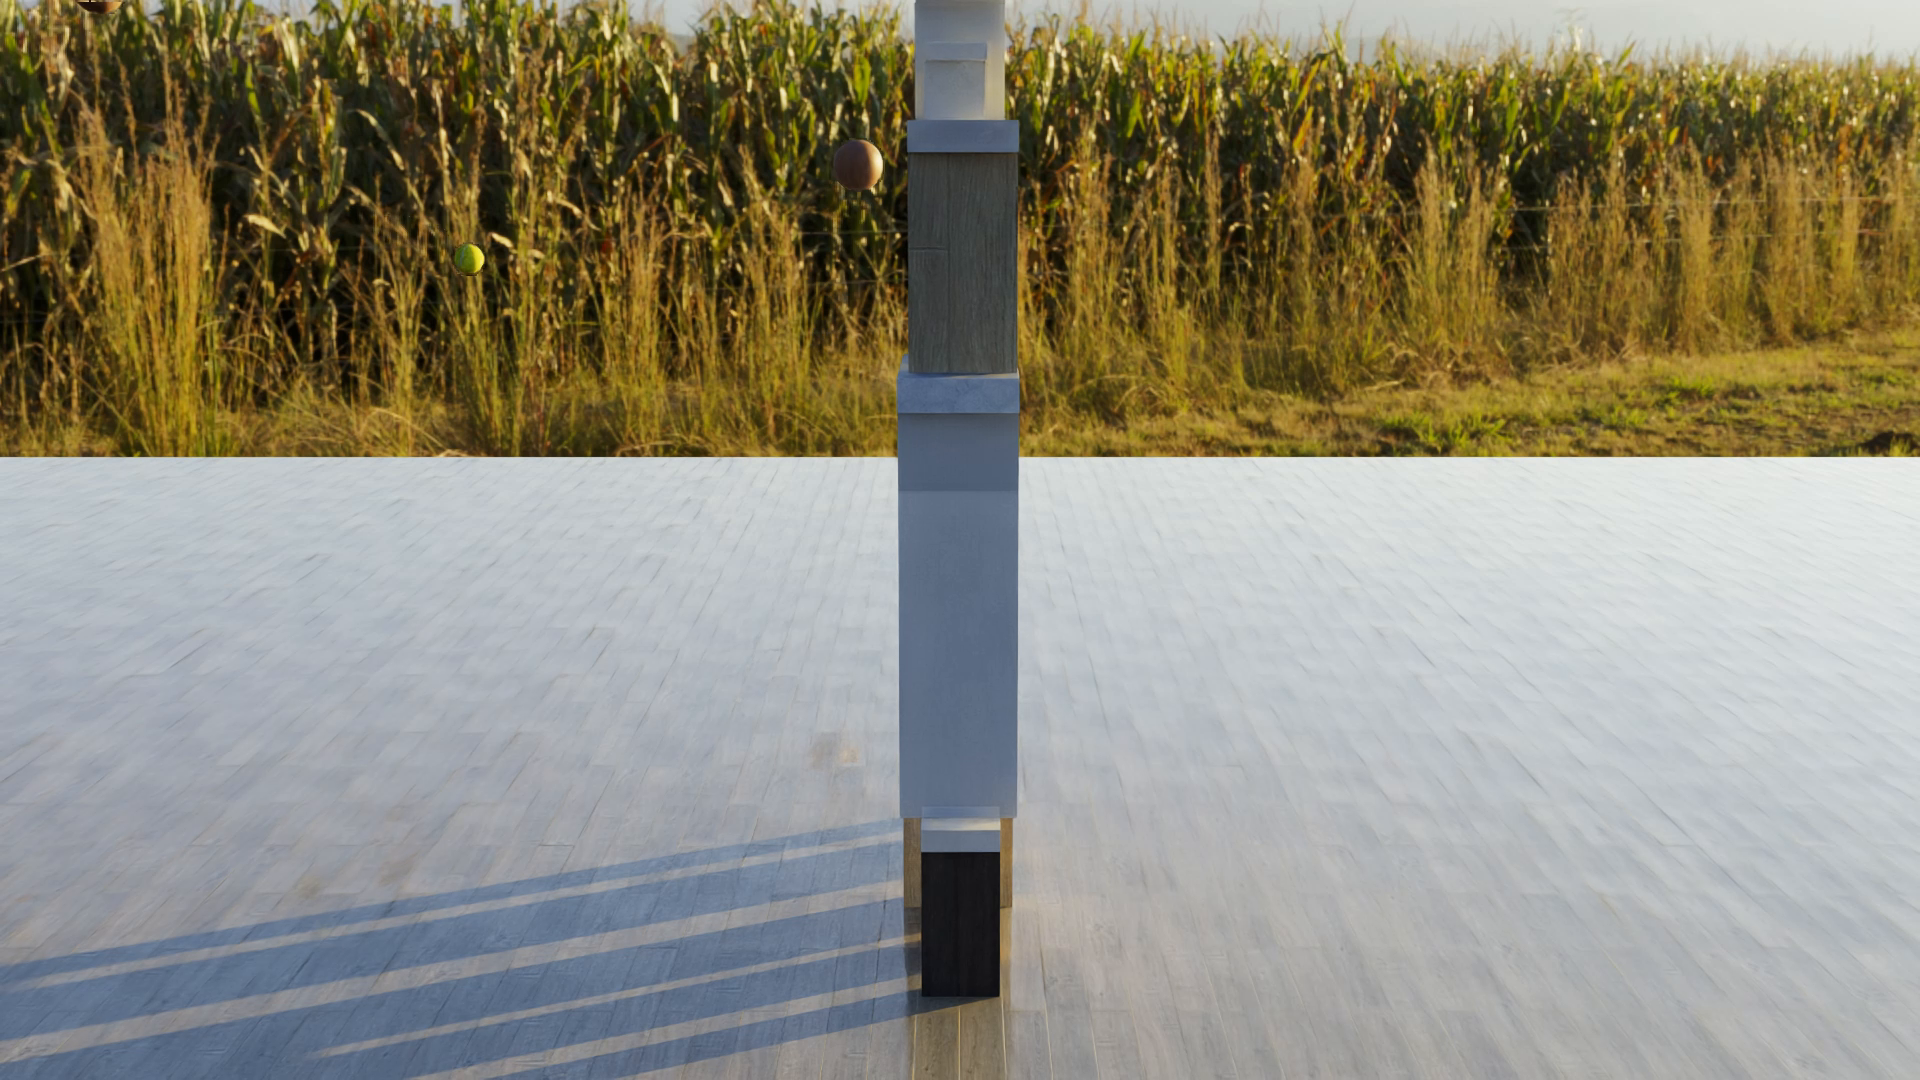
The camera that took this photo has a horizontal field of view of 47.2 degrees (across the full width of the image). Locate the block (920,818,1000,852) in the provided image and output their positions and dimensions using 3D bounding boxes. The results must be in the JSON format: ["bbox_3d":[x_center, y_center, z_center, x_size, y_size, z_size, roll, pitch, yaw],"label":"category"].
[{"bbox_3d":[0.001,0.413,3.278,0.115,0.033,0.229,0,11,0],"label":"block"}]

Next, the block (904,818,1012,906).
[{"bbox_3d":[-0.003,0.422,3.598,0.178,0.356,0.050,0,11,0],"label":"block"}]

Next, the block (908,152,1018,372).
[{"bbox_3d":[0.004,-0.395,3.133,0.155,0.310,0.044,0,10,0],"label":"block"}]

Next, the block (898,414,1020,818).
[{"bbox_3d":[-0.002,0.107,3.188,0.172,0.601,0.049,0,11,0],"label":"block"}]

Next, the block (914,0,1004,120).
[{"bbox_3d":[0.000,-0.731,3.590,0.145,0.291,0.041,0,10,0],"label":"block"}]

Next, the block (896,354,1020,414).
[{"bbox_3d":[-0.002,-0.233,3.242,0.172,0.049,0.344,0,10,0],"label":"block"}]

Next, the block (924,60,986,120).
[{"bbox_3d":[-0.008,-0.643,3.392,0.094,0.188,0.027,0,10,0],"label":"block"}]

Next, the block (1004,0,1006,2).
[{"bbox_3d":[0.002,-0.913,3.655,0.145,0.041,0.291,0,11,1],"label":"block"}]

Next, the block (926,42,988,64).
[{"bbox_3d":[-0.004,-0.761,3.437,0.094,0.027,0.188,0,10,1],"label":"block"}]

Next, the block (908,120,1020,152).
[{"bbox_3d":[0.004,-0.589,3.203,0.155,0.044,0.310,0,10,0],"label":"block"}]

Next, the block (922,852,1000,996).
[{"bbox_3d":[0.001,0.555,3.227,0.115,0.229,0.033,0,11,0],"label":"block"}]
